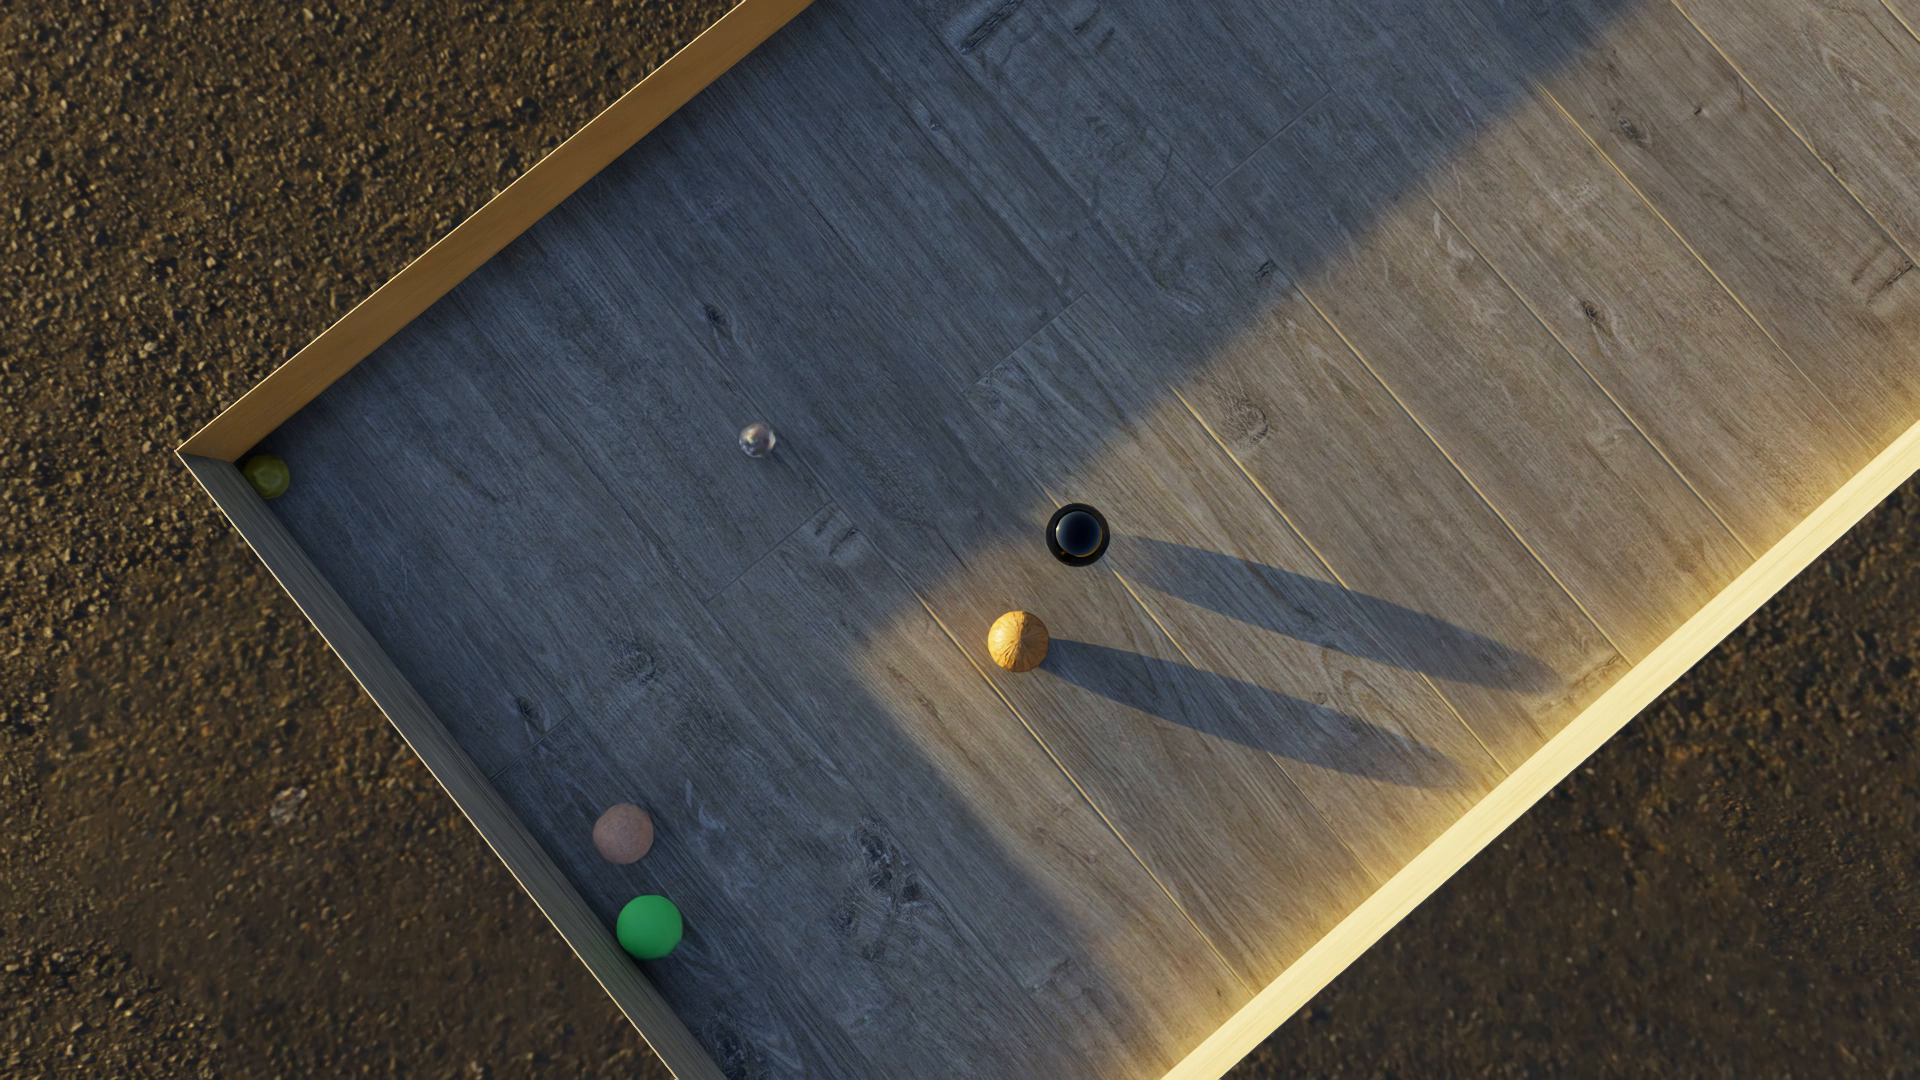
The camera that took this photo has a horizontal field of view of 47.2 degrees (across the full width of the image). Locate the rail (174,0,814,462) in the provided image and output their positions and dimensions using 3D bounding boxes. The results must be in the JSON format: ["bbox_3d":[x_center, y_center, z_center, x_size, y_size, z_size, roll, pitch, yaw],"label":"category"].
[{"bbox_3d":[0.097,-1.119,3.404,3.198,0.125,0.045,-40,84,-5],"label":"rail"}]

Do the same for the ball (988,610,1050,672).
[{"bbox_3d":[0.086,0.150,3.236,0.091,0.091,0.091,0,82,0],"label":"ball"}]

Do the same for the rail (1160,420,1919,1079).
[{"bbox_3d":[1.128,0.096,3.226,3.198,0.125,0.045,-40,84,-5],"label":"rail"}]

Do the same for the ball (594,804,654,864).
[{"bbox_3d":[-0.488,0.427,3.197,0.087,0.087,0.087,0,82,0],"label":"ball"}]

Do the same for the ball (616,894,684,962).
[{"bbox_3d":[-0.447,0.560,3.173,0.096,0.096,0.096,0,82,0],"label":"ball"}]

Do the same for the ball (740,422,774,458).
[{"bbox_3d":[-0.304,-0.150,3.299,0.053,0.053,0.053,0,82,0],"label":"ball"}]

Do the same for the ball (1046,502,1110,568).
[{"bbox_3d":[0.175,-0.007,3.256,0.096,0.096,0.096,0,82,0],"label":"ball"}]

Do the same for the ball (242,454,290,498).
[{"bbox_3d":[-1.036,-0.096,3.284,0.067,0.067,0.067,0,82,0],"label":"ball"}]

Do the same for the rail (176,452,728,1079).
[{"bbox_3d":[-0.594,0.490,3.168,0.045,0.125,1.651,-40,84,-5],"label":"rail"}]
